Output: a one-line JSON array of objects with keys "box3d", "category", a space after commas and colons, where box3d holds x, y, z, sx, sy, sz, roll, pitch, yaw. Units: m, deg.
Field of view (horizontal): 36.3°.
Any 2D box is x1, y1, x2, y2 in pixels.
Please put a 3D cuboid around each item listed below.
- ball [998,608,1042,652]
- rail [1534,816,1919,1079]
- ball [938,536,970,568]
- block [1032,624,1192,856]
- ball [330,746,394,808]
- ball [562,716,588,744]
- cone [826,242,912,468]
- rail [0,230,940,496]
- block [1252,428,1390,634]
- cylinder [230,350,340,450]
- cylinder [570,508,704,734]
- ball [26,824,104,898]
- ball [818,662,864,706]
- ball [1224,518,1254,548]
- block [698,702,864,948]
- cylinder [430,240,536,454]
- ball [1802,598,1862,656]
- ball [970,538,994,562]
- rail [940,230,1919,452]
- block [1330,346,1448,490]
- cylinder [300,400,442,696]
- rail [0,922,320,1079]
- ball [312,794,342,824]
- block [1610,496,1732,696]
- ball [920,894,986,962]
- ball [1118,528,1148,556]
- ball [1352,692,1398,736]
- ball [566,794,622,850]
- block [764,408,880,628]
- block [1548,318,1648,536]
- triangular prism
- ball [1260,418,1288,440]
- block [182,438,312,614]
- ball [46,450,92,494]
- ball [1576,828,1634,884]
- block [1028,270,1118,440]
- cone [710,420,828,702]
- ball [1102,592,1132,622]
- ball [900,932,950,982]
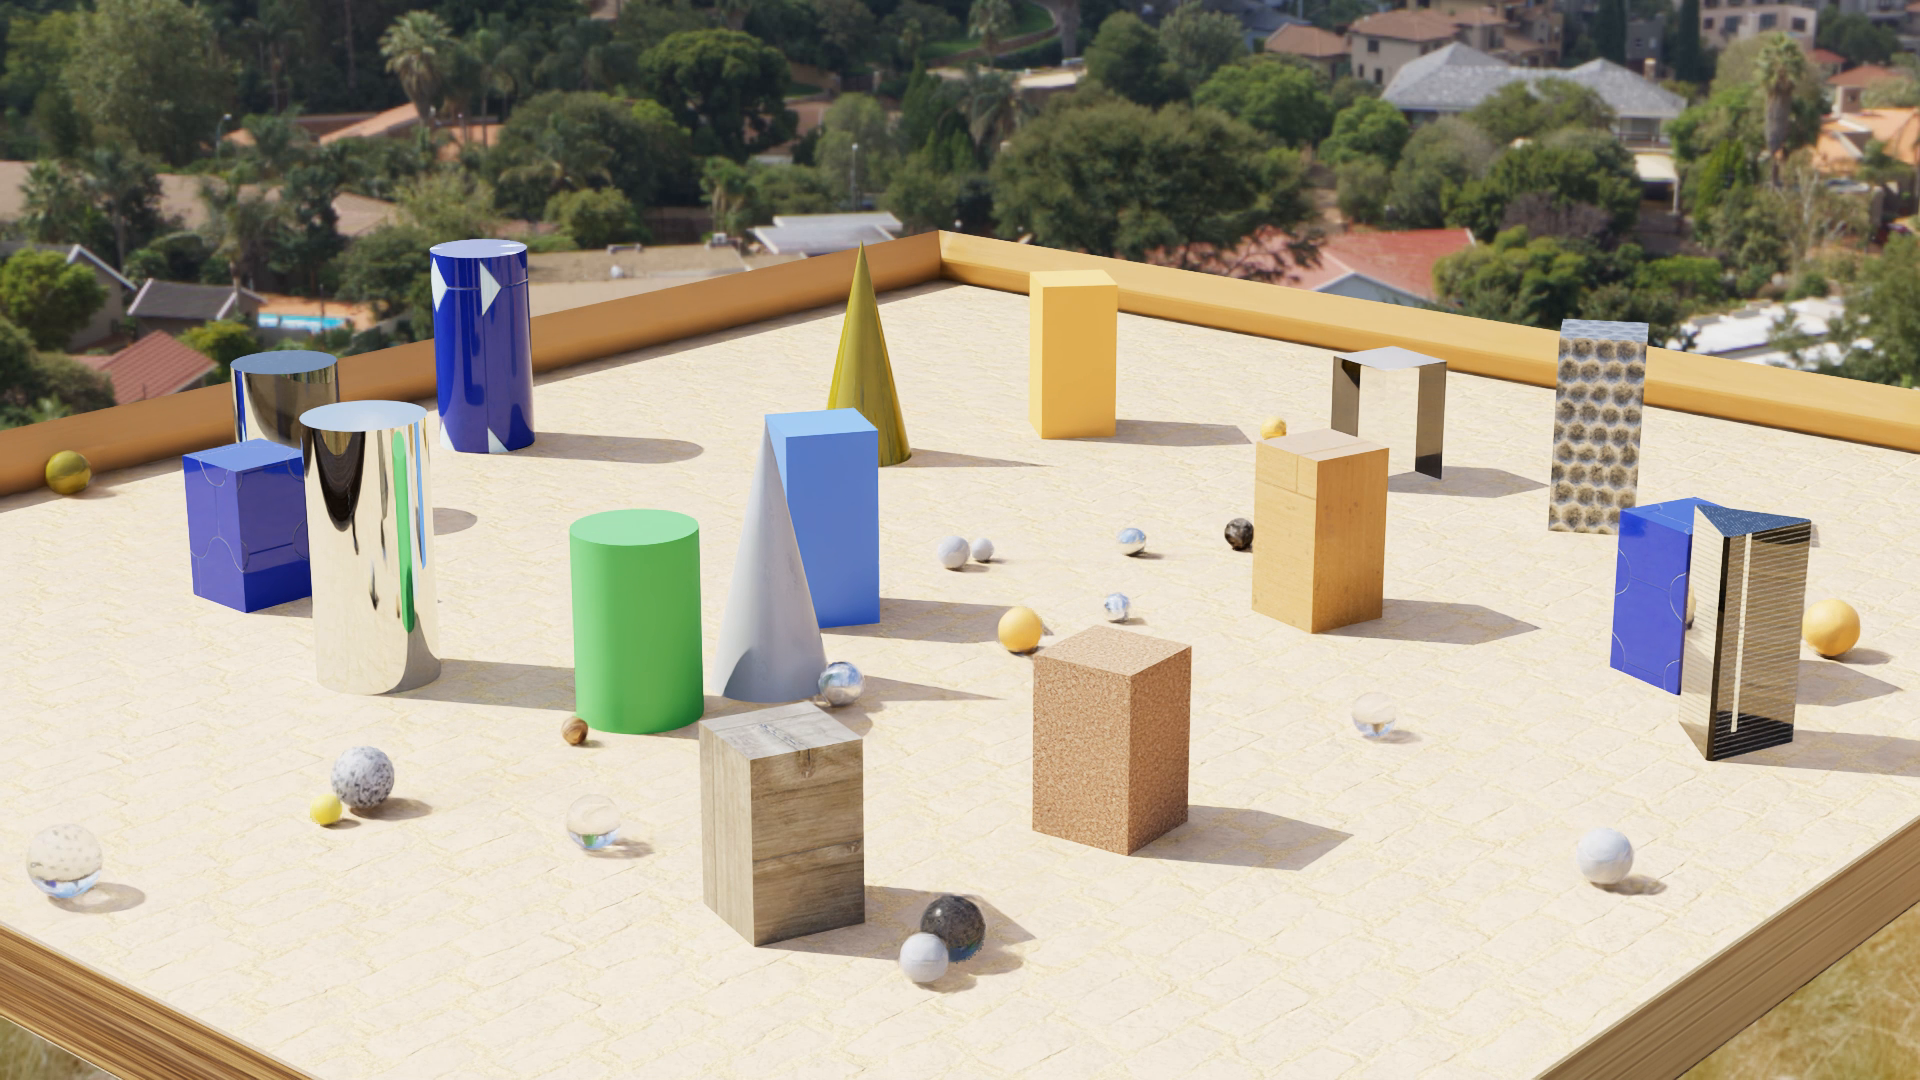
[{"box3d": [0.098, 0.149, 4.833, 0.073, 0.073, 0.073, 0, 17, 0], "category": "ball"}, {"box3d": [1.361, 0.373, 3.989, 0.045, 0.128, 4.037, 14, 22, 39], "category": "rail"}, {"box3d": [-0.010, 0.021, 5.280, 0.060, 0.060, 0.060, 0, 17, 0], "category": "ball"}, {"box3d": [0.211, 0.276, 4.082, 0.158, 0.261, 0.158, 12, 20, 34], "category": "block"}, {"box3d": [-0.851, 0.338, 4.176, 0.090, 0.090, 0.090, 0, 17, 0], "category": "ball"}, {"box3d": [-0.581, 0.287, 4.428, 0.042, 0.042, 0.042, 0, 17, 0], "category": "ball"}, {"box3d": [-0.198, -0.391, 5.965, 0.198, 0.452, 0.198, 0, 17, 0], "category": "cone"}, {"box3d": [-1.361, -0.309, 6.251, 0.045, 0.128, 4.037, 14, 22, 39], "category": "rail"}, {"box3d": [0.612, -0.018, 4.989, 0.158, 0.301, 0.158, -11, 20, -32], "category": "block"}, {"box3d": [-1.277, -0.194, 5.579, 0.198, 0.298, 0.198, 0, 17, 0], "category": "cylinder"}, {"box3d": [-0.497, 0.124, 4.520, 0.198, 0.301, 0.198, 0, 17, 0], "category": "cylinder"}, {"box3d": [-1.183, 0.424, 3.875, 0.099, 0.099, 0.099, 0, 17, 0], "category": "ball"}, {"box3d": [-0.186, 0.225, 4.586, 0.070, 0.070, 0.070, 0, 17, 0], "category": "ball"}, {"box3d": [0.514, -0.012, 5.395, 0.057, 0.057, 0.057, 0, 17, 0], "category": "ball"}, {"box3d": [-0.231, 0.365, 3.798, 0.158, 0.255, 0.158, -9, 19, -27], "category": "block"}, {"box3d": [-0.989, -0.403, 6.079, 0.198, 0.410, 0.198, 0, 17, 0], "category": "cylinder"}, {"box3d": [1.432, 0.143, 4.816, 0.093, 0.093, 0.093, 0, 17, 0], "category": "ball"}, {"box3d": [0.040, 0.017, 5.322, 0.043, 0.043, 0.043, 0, 17, 0], "category": "ball"}, {"box3d": [1.308, -0.402, 6.562, 3.651, 0.128, 0.045, 14, 22, 39], "category": "rail"}, {"box3d": [0.851, -0.243, 5.838, 0.158, 0.243, 0.158, -11, 20, -32], "category": "block"}, {"box3d": [-0.937, 0.011, 4.670, 0.198, 0.431, 0.198, 0, 17, 0], "category": "cylinder"}, {"box3d": [-1.308, 0.467, 3.678, 3.651, 0.128, 0.045, 14, 22, 39], "category": "rail"}, {"box3d": [-0.890, 0.378, 4.124, 0.043, 0.043, 0.043, 0, 17, 0], "category": "ball"}, {"box3d": [1.164, 0.088, 4.700, 0.158, 0.266, 0.158, -9, 19, -28], "category": "block"}, {"box3d": [-0.009, 0.488, 3.689, 0.083, 0.083, 0.083, 0, 17, 0], "category": "ball"}, {"box3d": [0.316, 0.003, 5.352, 0.052, 0.052, 0.052, 0, 17, 0], "category": "ball"}, {"box3d": [0.629, 0.264, 4.455, 0.069, 0.069, 0.069, 0, 17, 0], "category": "ball"}, {"box3d": [-0.505, 0.388, 4.035, 0.076, 0.076, 0.076, 0, 17, 0], "category": "ball"}, {"box3d": [-0.235, -0.036, 4.987, 0.158, 0.338, 0.158, -5, 17, -16], "category": "block"}, {"box3d": [1.200, -0.212, 5.511, 0.158, 0.373, 0.158, 4, 17, 13], "category": "block"}, {"box3d": [1.150, 0.131, 4.412, 0.171, 0.348, 0.148, -10, 19, -29], "category": "triangular prism"}, {"box3d": [0.654, -0.228, 6.112, 0.055, 0.055, 0.055, 0, 17, 0], "category": "ball"}, {"box3d": [-1.231, -0.027, 5.104, 0.158, 0.253, 0.158, 15, 22, 40], "category": "block"}, {"box3d": [-1.746, -0.133, 5.744, 0.086, 0.086, 0.086, 0, 17, 0], "category": "ball"}, {"box3d": [0.862, 0.422, 3.918, 0.077, 0.077, 0.077, 0, 17, 0], "category": "ball"}, {"box3d": [0.238, -0.393, 6.194, 0.158, 0.325, 0.158, -2, 17, -8], "category": "block"}, {"box3d": [-0.303, 0.018, 4.635, 0.198, 0.437, 0.198, 0, 17, 0], "category": "cone"}, {"box3d": [0.268, 0.114, 4.987, 0.050, 0.050, 0.050, 0, 17, 0], "category": "ball"}, {"box3d": [-0.044, 0.517, 3.630, 0.061, 0.061, 0.061, 0, 17, 0], "category": "ball"}]
